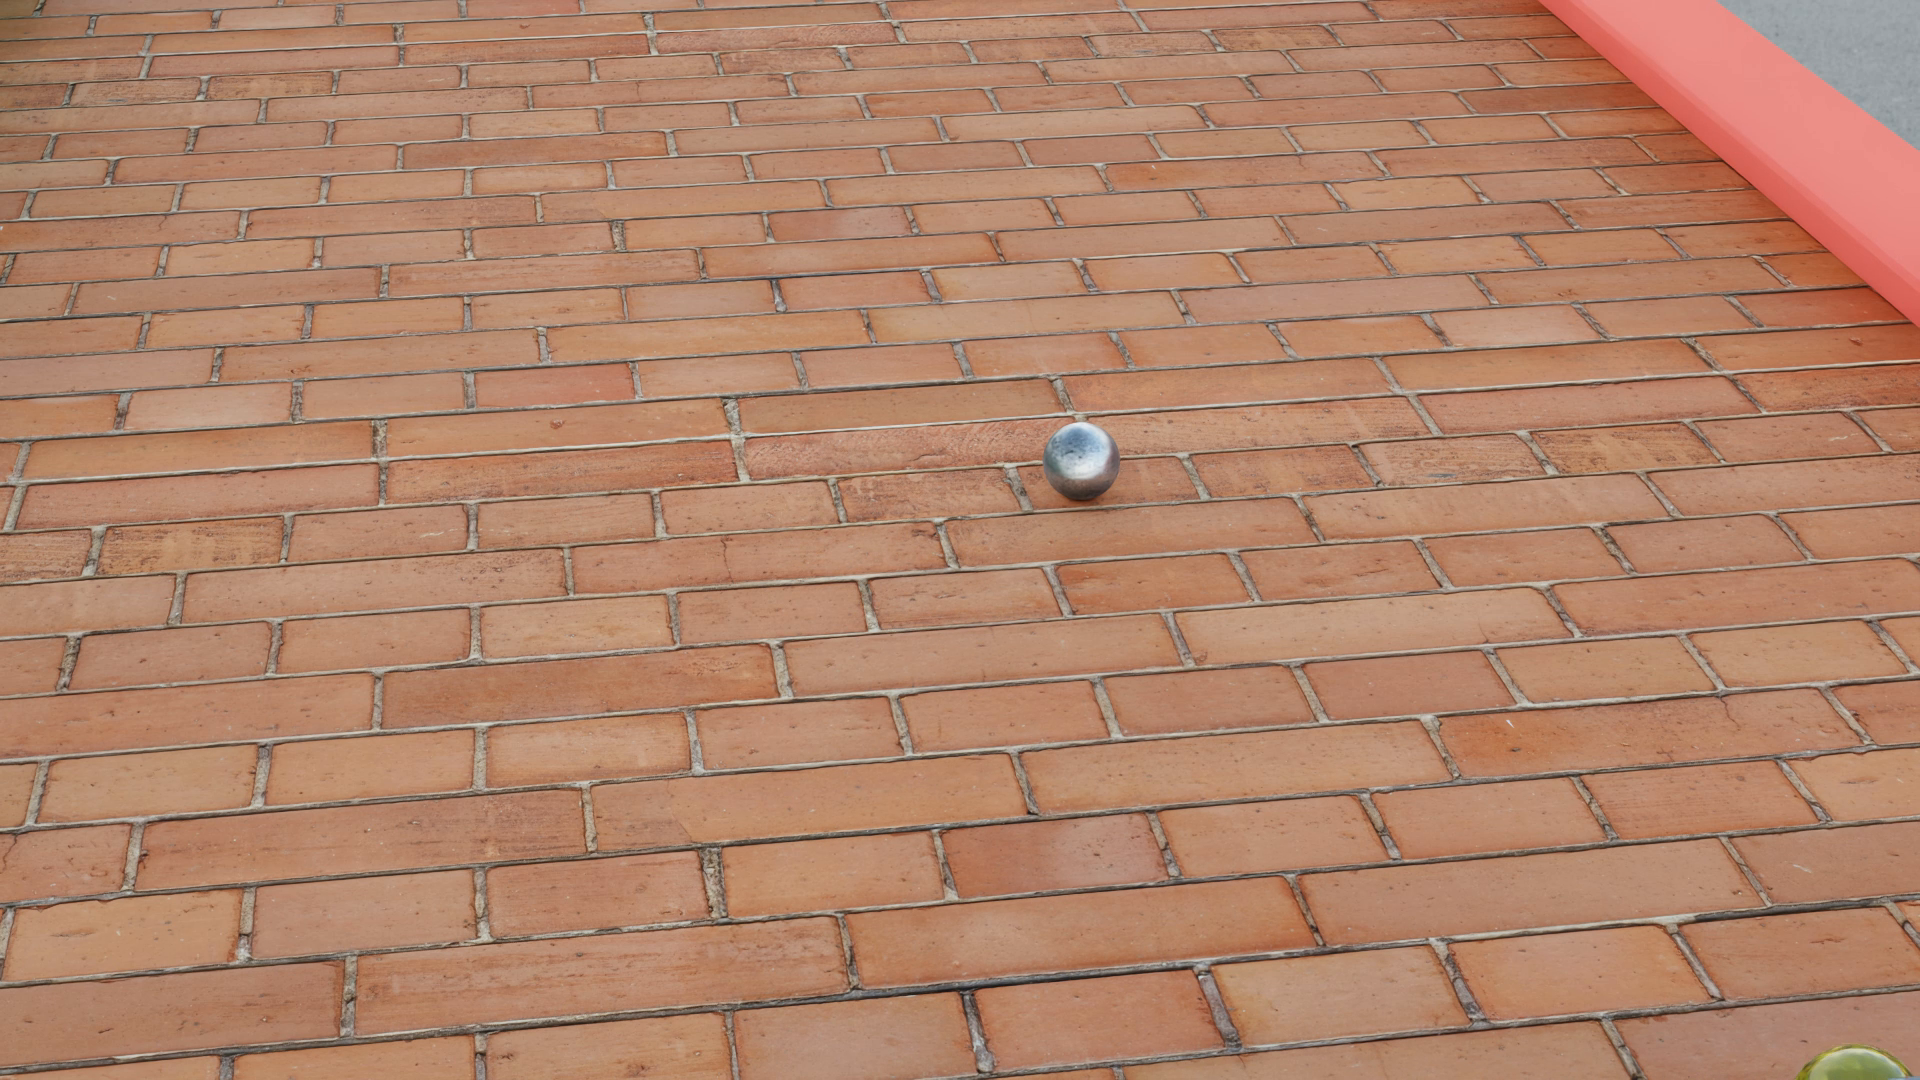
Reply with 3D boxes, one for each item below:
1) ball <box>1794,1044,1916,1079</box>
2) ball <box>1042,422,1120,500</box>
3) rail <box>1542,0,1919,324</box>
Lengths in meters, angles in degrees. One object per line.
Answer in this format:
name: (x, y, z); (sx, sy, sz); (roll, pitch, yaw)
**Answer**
ball: (0.418, 0.267, 1.371); (0.063, 0.063, 0.063); (0, 27, 0)
ball: (0.083, -0.054, 2.020); (0.054, 0.054, 0.054); (0, 27, 0)
rail: (0.663, -0.416, 2.656); (0.045, 0.128, 3.004); (-4, 27, -8)
